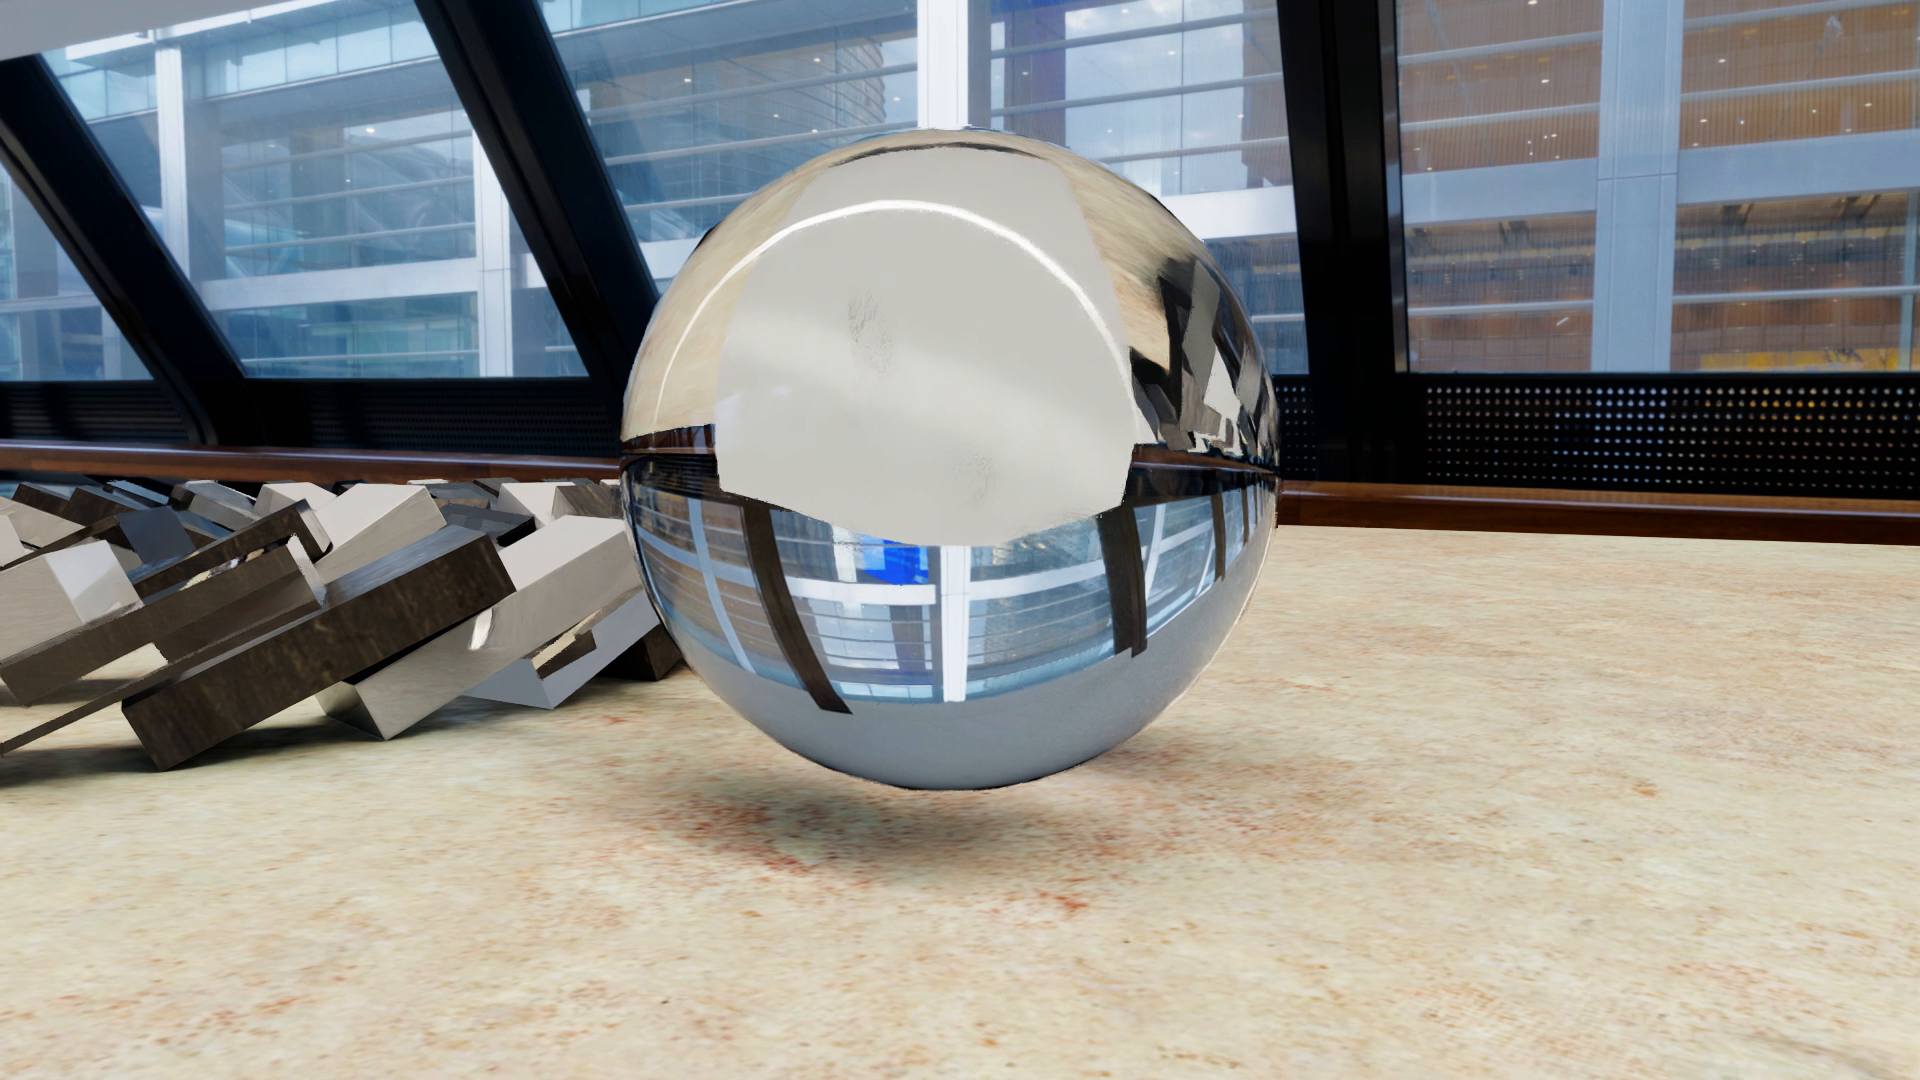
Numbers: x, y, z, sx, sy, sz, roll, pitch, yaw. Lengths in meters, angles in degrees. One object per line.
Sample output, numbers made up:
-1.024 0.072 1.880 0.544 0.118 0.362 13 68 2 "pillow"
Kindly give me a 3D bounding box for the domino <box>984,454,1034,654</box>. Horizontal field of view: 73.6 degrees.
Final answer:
0.003 0.002 0.276 0.025 0.009 0.050 0 46 5 "domino"

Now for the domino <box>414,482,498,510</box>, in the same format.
-0.147 -0.003 0.408 0.050 0.009 0.025 28 13 17 "domino"

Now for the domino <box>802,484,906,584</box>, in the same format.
-0.029 -0.003 0.414 0.025 0.009 0.050 -3 29 -34 "domino"

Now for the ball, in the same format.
-0.001 -0.009 0.159 0.080 0.080 0.080 0 4 0 "ball"

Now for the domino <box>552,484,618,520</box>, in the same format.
-0.101 -0.001 0.387 0.025 0.010 0.050 -3 30 -39 "domino"

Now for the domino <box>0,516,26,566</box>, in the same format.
-0.189 0.011 0.216 0.050 0.009 0.025 -25 2 5 "domino"

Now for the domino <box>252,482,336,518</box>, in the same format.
-0.196 -0.003 0.412 0.050 0.009 0.025 25 6 3 "domino"

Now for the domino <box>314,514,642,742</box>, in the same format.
-0.076 0.012 0.206 0.025 0.009 0.050 5 31 46 "domino"

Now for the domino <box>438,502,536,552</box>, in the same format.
-0.120 0.007 0.284 0.025 0.009 0.050 9 27 21 "domino"

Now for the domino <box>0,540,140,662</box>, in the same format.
-0.134 0.016 0.160 0.050 0.009 0.025 -27 12 -15 "domino"

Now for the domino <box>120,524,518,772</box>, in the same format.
-0.093 0.014 0.187 0.050 0.009 0.025 -30 19 -27 "domino"

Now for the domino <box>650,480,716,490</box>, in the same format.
-0.087 -0.007 0.460 0.050 0.010 0.025 31 21 31 "domino"

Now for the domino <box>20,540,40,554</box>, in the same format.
-0.276 0.000 0.355 0.025 0.009 0.050 3 -21 42 "domino"

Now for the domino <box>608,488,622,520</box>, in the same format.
-0.083 0.000 0.369 0.025 0.009 0.050 -2 29 -27 "domino"

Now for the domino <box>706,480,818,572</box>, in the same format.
-0.065 -0.005 0.447 0.025 0.010 0.050 -4 30 -46 "domino"

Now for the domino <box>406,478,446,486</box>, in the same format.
-0.181 -0.008 0.484 0.050 0.009 0.025 24 6 3 "domino"

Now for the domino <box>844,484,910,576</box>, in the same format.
-0.014 -0.002 0.395 0.025 0.009 0.050 -2 30 -29 "domino"

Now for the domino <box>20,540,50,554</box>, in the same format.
-0.313 -0.004 0.423 0.050 0.009 0.025 28 -16 -40 "domino"

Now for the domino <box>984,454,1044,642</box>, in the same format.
0.006 0.001 0.290 0.025 0.009 0.050 0 46 5 "domino"

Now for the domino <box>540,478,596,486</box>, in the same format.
-0.131 -0.008 0.480 0.050 0.009 0.025 28 14 20 "domino"

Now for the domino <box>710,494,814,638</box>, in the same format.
-0.052 0.005 0.301 0.025 0.010 0.050 1 29 7 "domino"

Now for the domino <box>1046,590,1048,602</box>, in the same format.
0.007 0.003 0.327 0.025 0.010 0.050 0 29 -2 "domino"

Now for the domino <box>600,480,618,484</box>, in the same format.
-0.108 -0.007 0.472 0.050 0.010 0.025 30 19 27 "domino"

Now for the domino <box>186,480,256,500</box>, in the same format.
-0.254 -0.007 0.467 0.050 0.009 0.025 24 -2 -15 "domino"

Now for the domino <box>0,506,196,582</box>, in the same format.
-0.164 0.010 0.223 0.050 0.009 0.025 -28 10 -9 "domino"

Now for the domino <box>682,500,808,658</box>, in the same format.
-0.054 0.007 0.277 0.025 0.009 0.050 1 29 15 "domino"

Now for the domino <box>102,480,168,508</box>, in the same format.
-0.276 -0.006 0.457 0.050 0.009 0.025 24 -5 -20 "domino"

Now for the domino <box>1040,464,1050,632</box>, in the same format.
0.008 0.001 0.306 0.025 0.009 0.050 0 41 5 "domino"

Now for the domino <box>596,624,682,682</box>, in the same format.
-0.058 0.009 0.253 0.025 0.009 0.050 2 29 22 "domino"

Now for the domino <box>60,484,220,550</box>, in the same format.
-0.242 -0.002 0.391 0.050 0.010 0.025 26 -9 -27 "domino"

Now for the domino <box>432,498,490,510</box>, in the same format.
-0.131 0.005 0.310 0.025 0.009 0.050 0 27 -9 "domino"

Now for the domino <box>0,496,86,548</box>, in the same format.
-0.260 -0.001 0.374 0.050 0.009 0.025 29 -15 -37 "domino"

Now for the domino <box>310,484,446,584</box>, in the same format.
-0.132 0.006 0.258 0.025 0.009 0.050 3 36 34 "domino"

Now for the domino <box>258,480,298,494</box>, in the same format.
-0.230 -0.008 0.475 0.050 0.009 0.025 24 1 -9 "domino"

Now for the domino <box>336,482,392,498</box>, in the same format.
-0.172 -0.003 0.412 0.050 0.009 0.025 26 9 9 "domino"

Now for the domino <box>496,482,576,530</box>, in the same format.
-0.121 -0.003 0.402 0.050 0.009 0.025 35 25 35 "domino"

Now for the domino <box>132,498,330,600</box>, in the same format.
-0.142 0.009 0.234 0.050 0.009 0.025 -30 16 -18 "domino"

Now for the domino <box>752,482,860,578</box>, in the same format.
-0.047 -0.004 0.431 0.025 0.010 0.050 -4 30 -42 "domino"

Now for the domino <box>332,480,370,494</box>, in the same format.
-0.206 -0.008 0.480 0.050 0.009 0.025 24 2 -6 "domino"

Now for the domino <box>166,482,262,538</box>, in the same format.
-0.220 -0.003 0.407 0.050 0.009 0.025 25 1 -7 "domino"

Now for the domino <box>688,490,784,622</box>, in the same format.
-0.058 0.003 0.326 0.025 0.009 0.050 0 30 -6 "domino"

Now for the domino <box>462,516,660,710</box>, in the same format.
-0.065 0.011 0.229 0.025 0.009 0.050 3 30 31 "domino"

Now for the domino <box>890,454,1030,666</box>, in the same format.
0.001 0.003 0.262 0.025 0.010 0.050 0 46 5 "domino"

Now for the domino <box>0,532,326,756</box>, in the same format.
-0.113 0.015 0.172 0.050 0.009 0.025 -28 15 -21 "domino"

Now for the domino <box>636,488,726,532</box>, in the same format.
-0.071 0.002 0.349 0.025 0.010 0.050 -2 29 -24 "domino"

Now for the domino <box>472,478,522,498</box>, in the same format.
-0.157 -0.008 0.483 0.050 0.009 0.025 26 9 9 "domino"

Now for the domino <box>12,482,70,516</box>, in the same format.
-0.296 -0.005 0.442 0.050 0.009 0.025 27 -11 -31 "domino"
